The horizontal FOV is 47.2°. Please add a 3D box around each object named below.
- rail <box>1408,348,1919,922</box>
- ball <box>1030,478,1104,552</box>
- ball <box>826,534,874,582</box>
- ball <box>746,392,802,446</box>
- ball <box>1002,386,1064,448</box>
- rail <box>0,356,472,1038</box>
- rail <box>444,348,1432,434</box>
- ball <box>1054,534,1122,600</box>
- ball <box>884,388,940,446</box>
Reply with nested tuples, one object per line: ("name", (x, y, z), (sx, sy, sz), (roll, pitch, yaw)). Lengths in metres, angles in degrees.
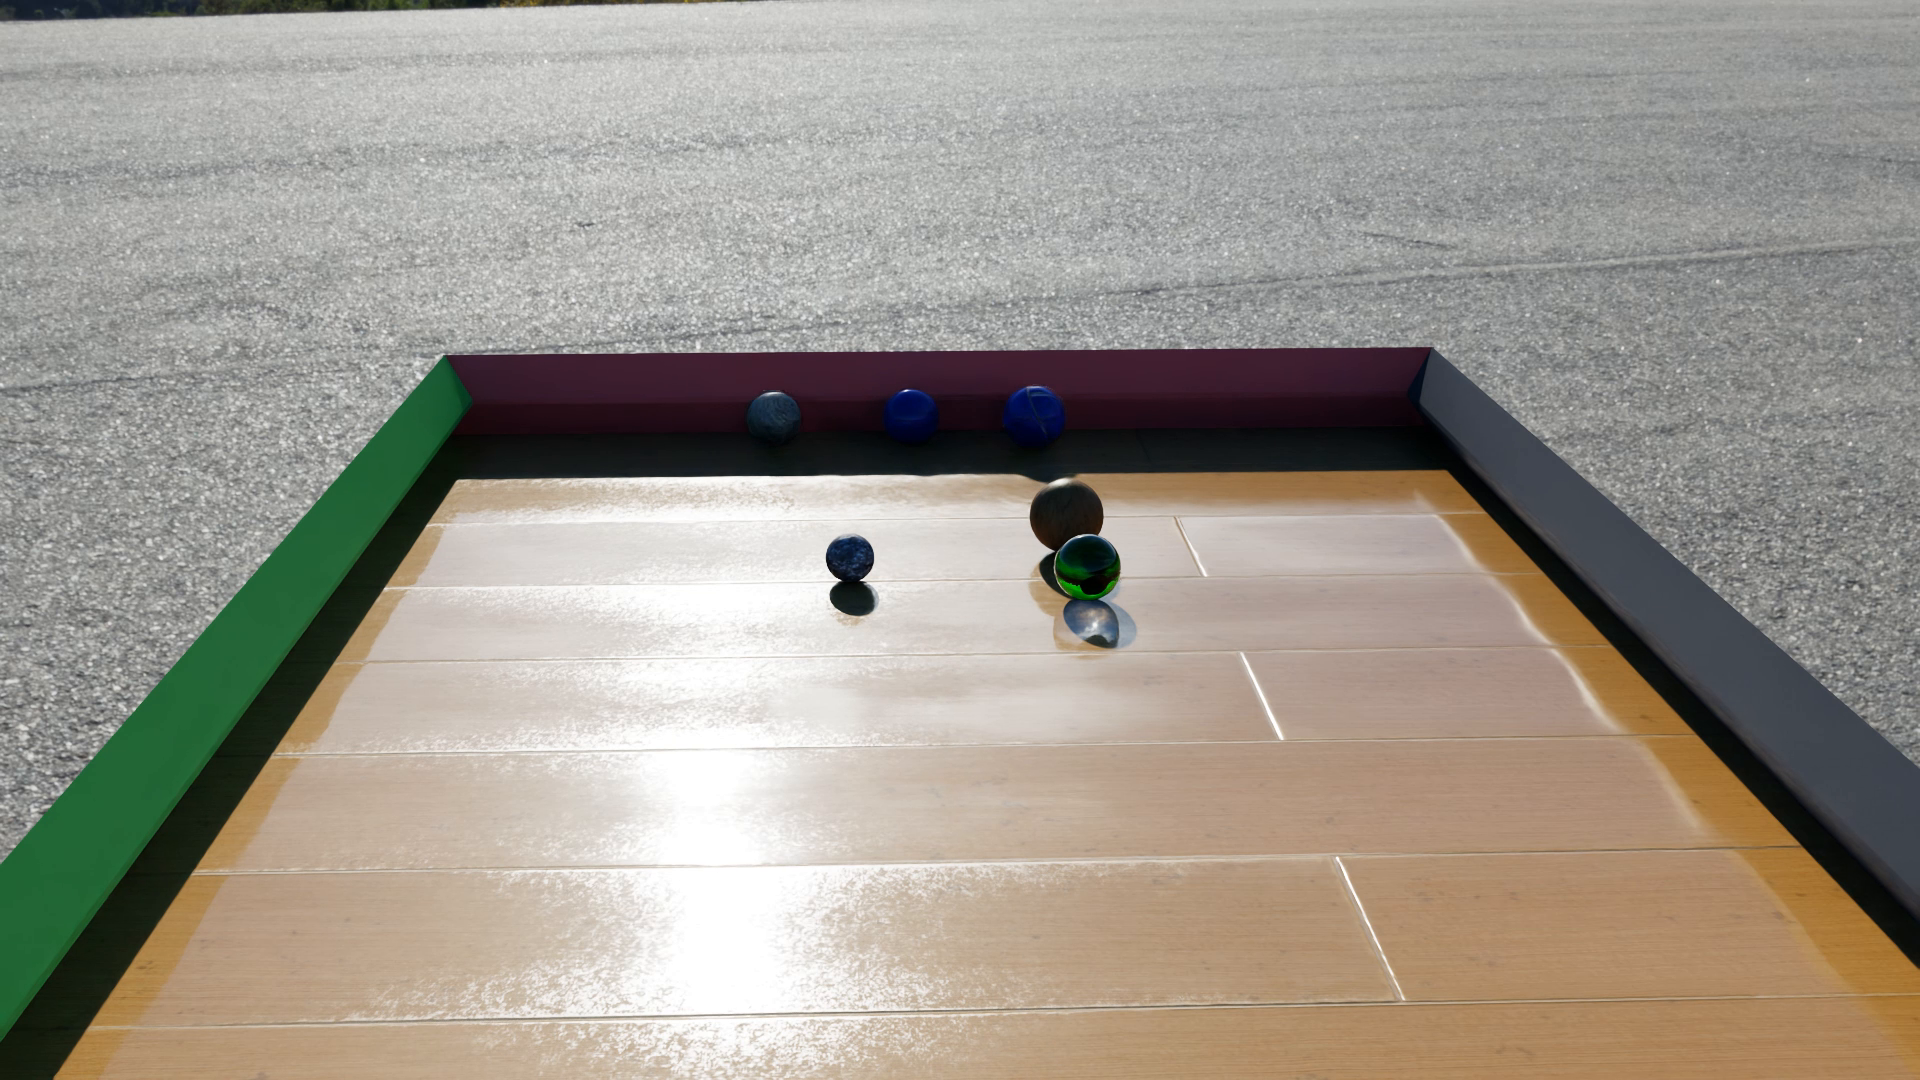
("rail", (0.719, 0.172, 1.935), (0.045, 0.116, 2.708), (-1, 17, -2))
("ball", (0.128, -0.029, 2.637), (0.090, 0.090, 0.090), (0, 17, 0))
("ball", (-0.127, 0.020, 2.532), (0.057, 0.057, 0.057), (0, 17, 0))
("ball", (-0.264, -0.172, 3.123), (0.078, 0.078, 0.078), (0, 17, 0))
("ball", (0.104, -0.174, 3.110), (0.088, 0.088, 0.088), (0, 17, 0))
("rail", (-0.668, 0.187, 1.885), (0.045, 0.116, 2.708), (-1, 17, -2))
("rail", (-0.025, -0.211, 3.180), (1.435, 0.116, 0.045), (-1, 17, -2))
("ball", (0.143, 0.030, 2.468), (0.075, 0.075, 0.075), (0, 17, 0))
("ball", (-0.069, -0.175, 3.127), (0.080, 0.080, 0.080), (0, 17, 0))
